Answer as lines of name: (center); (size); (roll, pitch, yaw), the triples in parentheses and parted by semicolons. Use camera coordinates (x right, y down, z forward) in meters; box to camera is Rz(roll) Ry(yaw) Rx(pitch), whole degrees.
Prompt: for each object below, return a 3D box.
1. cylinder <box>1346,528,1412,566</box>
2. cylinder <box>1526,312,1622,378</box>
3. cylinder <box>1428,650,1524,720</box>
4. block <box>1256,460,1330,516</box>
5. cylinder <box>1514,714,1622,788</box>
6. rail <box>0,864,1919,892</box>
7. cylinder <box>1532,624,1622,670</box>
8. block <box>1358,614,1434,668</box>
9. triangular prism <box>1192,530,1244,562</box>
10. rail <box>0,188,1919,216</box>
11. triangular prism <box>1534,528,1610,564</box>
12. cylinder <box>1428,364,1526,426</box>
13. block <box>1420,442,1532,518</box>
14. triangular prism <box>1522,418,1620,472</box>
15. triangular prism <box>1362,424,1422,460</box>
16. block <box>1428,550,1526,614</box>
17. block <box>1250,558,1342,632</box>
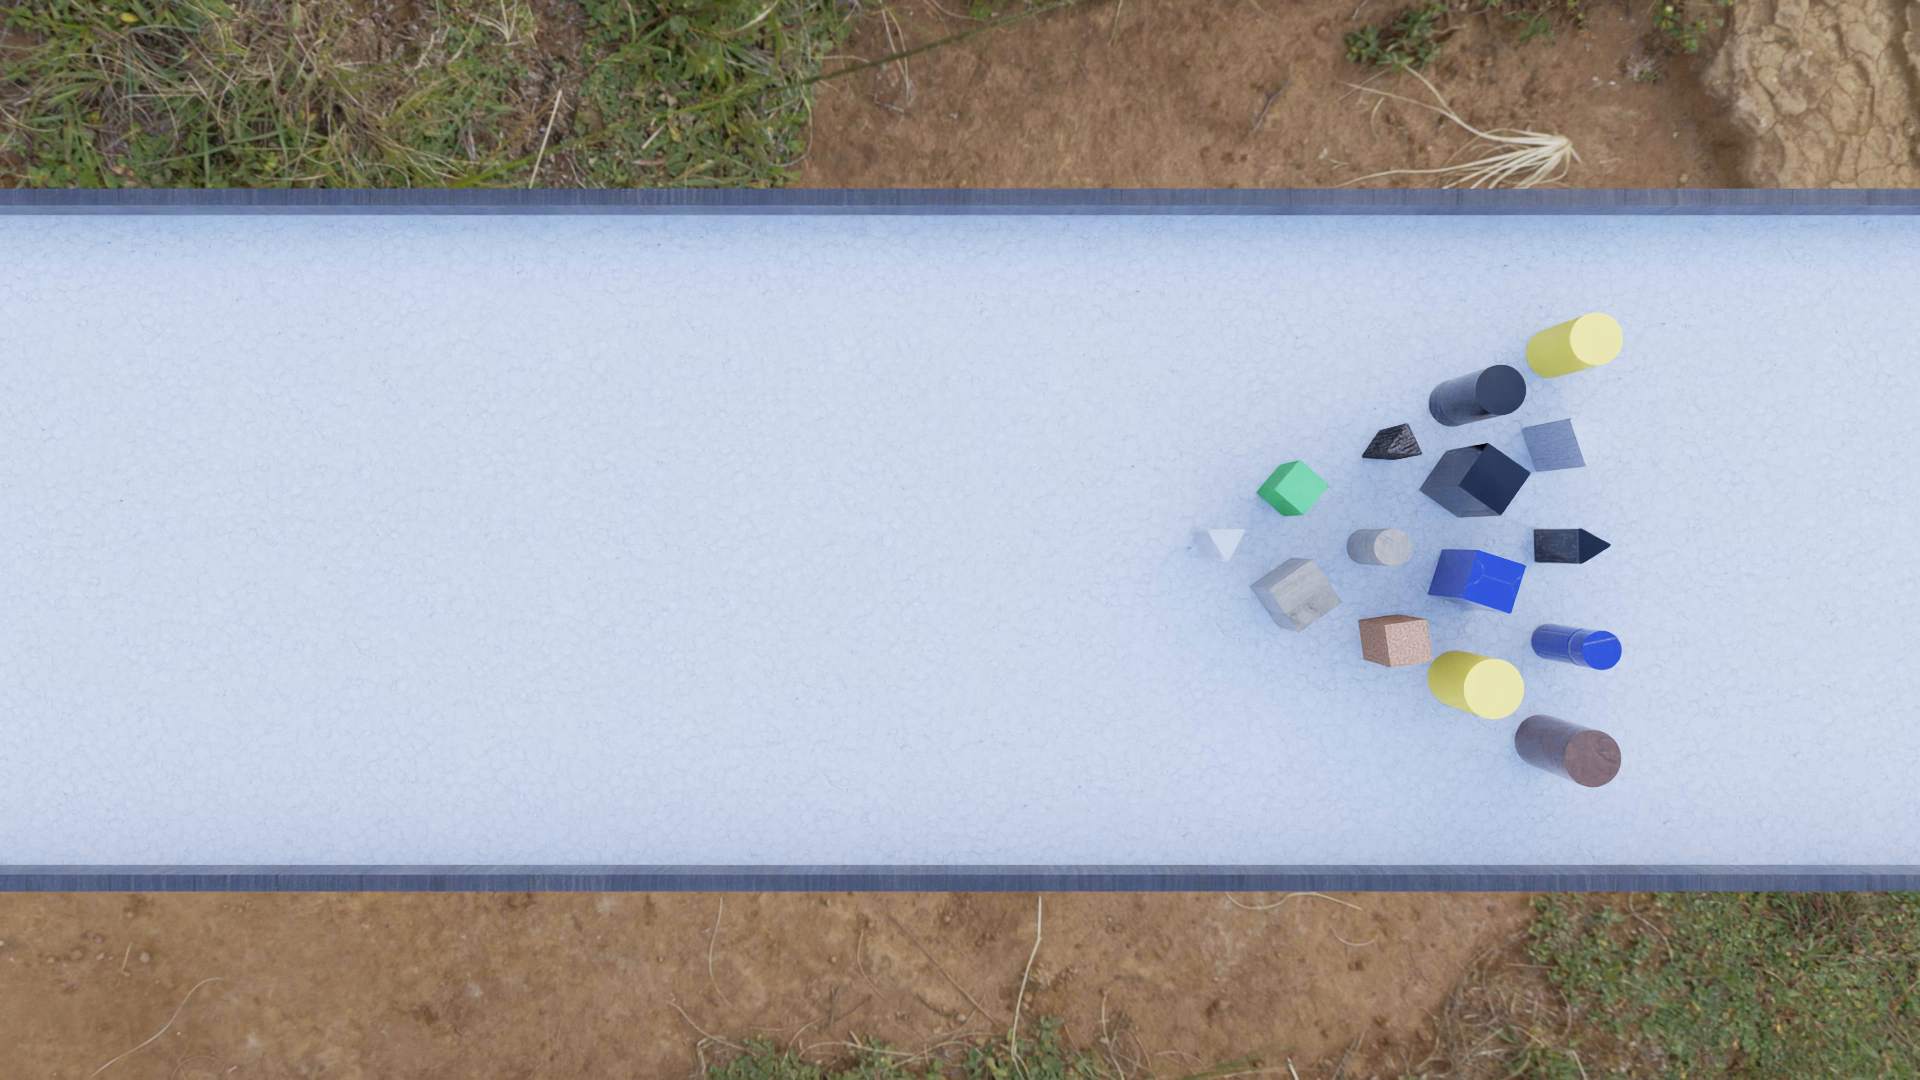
cylinder: (1.244, 0.021, 4.908); (0.109, 0.336, 0.109); (0, 90, 0)
cylinder: (1.818, -0.574, 4.893); (0.151, 0.367, 0.151); (0, 90, 0)
cylinder: (1.526, 0.426, 4.895); (0.173, 0.362, 0.173); (0, 90, 0)
block: (0.990, -0.152, 4.926); (0.113, 0.301, 0.113); (41, 90, 0)
cylinder: (1.789, 0.618, 4.870); (0.163, 0.413, 0.163); (0, 90, 0)
rail: (-2.247, 1.025, 5.001); (12.000, 0.150, 0.050); (0, 90, 0)
cylinder: (1.814, 0.312, 4.868); (0.112, 0.416, 0.112); (0, 90, 0)
block: (1.295, 0.298, 4.917); (0.123, 0.320, 0.123); (-8, 90, 0)
triangular prism: (0.778, -0.006, 4.904); (0.091, 0.345, 0.106); (-31, 90, 0)
rail: (-2.247, -1.025, 5.002); (12.000, 0.150, 0.050); (0, 90, 0)
triangular prism: (1.791, 0.004, 4.893); (0.103, 0.368, 0.089); (-32, 90, 0)
cylinder: (1.514, -0.420, 4.847); (0.143, 0.459, 0.143); (0, 90, 0)
block: (1.515, -0.172, 4.875); (0.149, 0.403, 0.149); (35, 90, 0)
triangular prism: (1.777, -0.303, 4.874); (0.123, 0.405, 0.142); (41, 90, 0)
triangular prism: (1.290, -0.295, 4.923); (0.100, 0.306, 0.087); (4, 90, 0)
block: (1.532, 0.120, 4.902); (0.146, 0.349, 0.146); (18, 90, 0)
block: (0.998, 0.161, 4.919); (0.153, 0.314, 0.153); (-35, 90, 0)
